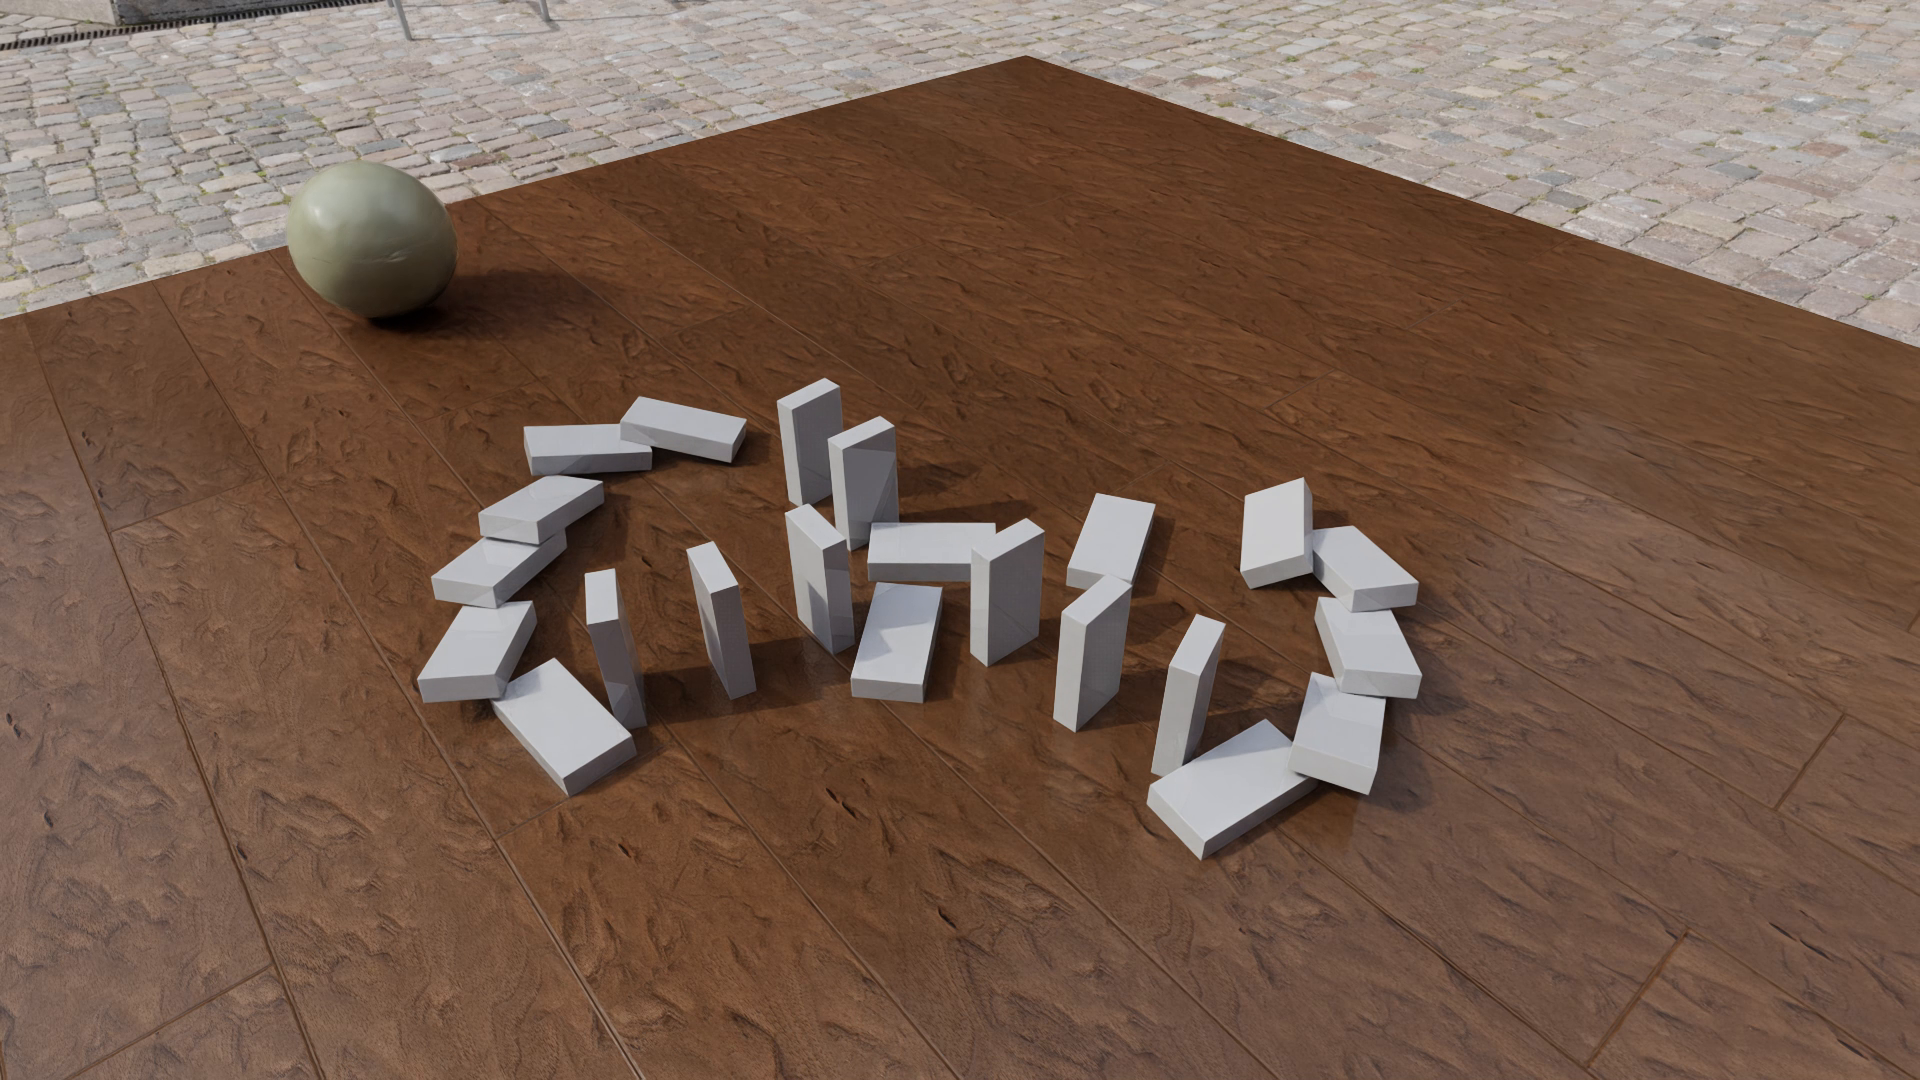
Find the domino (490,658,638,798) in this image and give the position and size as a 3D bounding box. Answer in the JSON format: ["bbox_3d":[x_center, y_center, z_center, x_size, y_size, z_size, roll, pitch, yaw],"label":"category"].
[{"bbox_3d":[-0.133,0.062,0.368,0.025,0.010,0.050,-32,49,-33],"label":"domino"}]

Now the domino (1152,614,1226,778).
[{"bbox_3d":[0.072,0.051,0.349,0.009,0.050,0.025,19,43,21],"label":"domino"}]

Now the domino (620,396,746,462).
[{"bbox_3d":[-0.124,-0.050,0.495,0.050,0.010,0.025,12,33,-2],"label":"domino"}]

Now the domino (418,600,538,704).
[{"bbox_3d":[-0.169,0.038,0.388,0.025,0.009,0.050,-4,26,-4],"label":"domino"}]

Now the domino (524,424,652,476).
[{"bbox_3d":[-0.164,-0.040,0.484,0.050,0.009,0.025,-5,38,-27],"label":"domino"}]

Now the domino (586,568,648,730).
[{"bbox_3d":[-0.114,0.037,0.366,0.009,0.050,0.025,-10,40,-12],"label":"domino"}]

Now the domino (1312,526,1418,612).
[{"bbox_3d":[0.150,0.010,0.422,0.025,0.010,0.050,-6,26,-7],"label":"domino"}]

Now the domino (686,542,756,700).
[{"bbox_3d":[-0.082,0.028,0.377,0.009,0.050,0.025,-19,43,-22],"label":"domino"}]

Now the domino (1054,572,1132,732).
[{"bbox_3d":[0.044,0.038,0.365,0.009,0.050,0.025,29,48,31],"label":"domino"}]

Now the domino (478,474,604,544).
[{"bbox_3d":[-0.169,-0.013,0.448,0.025,0.009,0.050,8,23,10],"label":"domino"}]

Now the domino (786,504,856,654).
[{"bbox_3d":[-0.050,0.014,0.394,0.010,0.050,0.025,-25,46,-28],"label":"domino"}]

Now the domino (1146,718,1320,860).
[{"bbox_3d":[0.087,0.078,0.348,0.050,0.010,0.025,-22,44,-25],"label":"domino"}]

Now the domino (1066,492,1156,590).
[{"bbox_3d":[0.061,0.001,0.442,0.025,0.009,0.050,12,41,14],"label":"domino"}]

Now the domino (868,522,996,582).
[{"bbox_3d":[-0.011,0.005,0.438,0.050,0.009,0.025,0,39,0],"label":"domino"}]

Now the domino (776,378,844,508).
[{"bbox_3d":[-0.061,-0.040,0.460,0.010,0.050,0.025,32,49,33],"label":"domino"}]

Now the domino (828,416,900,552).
[{"bbox_3d":[-0.038,-0.022,0.438,0.025,0.050,0.009,-28,47,-30],"label":"domino"}]

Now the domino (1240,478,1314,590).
[{"bbox_3d":[0.126,-0.003,0.438,0.025,0.009,0.050,-19,31,29],"label":"domino"}]

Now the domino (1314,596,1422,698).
[{"bbox_3d":[0.143,0.037,0.389,0.025,0.009,0.050,4,26,5],"label":"domino"}]

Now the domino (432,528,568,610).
[{"bbox_3d":[-0.177,0.008,0.425,0.025,0.009,0.050,8,28,9],"label":"domino"}]

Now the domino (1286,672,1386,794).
[{"bbox_3d":[0.123,0.062,0.357,0.025,0.010,0.050,16,26,18],"label":"domino"}]

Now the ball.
[{"bbox_3d":[-0.309,-0.157,0.580,0.080,0.080,0.080,0,39,0],"label":"ball"}]

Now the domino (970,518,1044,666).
[{"bbox_3d":[0.016,0.019,0.388,0.025,0.050,0.009,-28,47,-30],"label":"domino"}]

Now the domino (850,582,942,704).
[{"bbox_3d":[-0.022,0.036,0.399,0.025,0.010,0.050,4,40,5],"label":"domino"}]
